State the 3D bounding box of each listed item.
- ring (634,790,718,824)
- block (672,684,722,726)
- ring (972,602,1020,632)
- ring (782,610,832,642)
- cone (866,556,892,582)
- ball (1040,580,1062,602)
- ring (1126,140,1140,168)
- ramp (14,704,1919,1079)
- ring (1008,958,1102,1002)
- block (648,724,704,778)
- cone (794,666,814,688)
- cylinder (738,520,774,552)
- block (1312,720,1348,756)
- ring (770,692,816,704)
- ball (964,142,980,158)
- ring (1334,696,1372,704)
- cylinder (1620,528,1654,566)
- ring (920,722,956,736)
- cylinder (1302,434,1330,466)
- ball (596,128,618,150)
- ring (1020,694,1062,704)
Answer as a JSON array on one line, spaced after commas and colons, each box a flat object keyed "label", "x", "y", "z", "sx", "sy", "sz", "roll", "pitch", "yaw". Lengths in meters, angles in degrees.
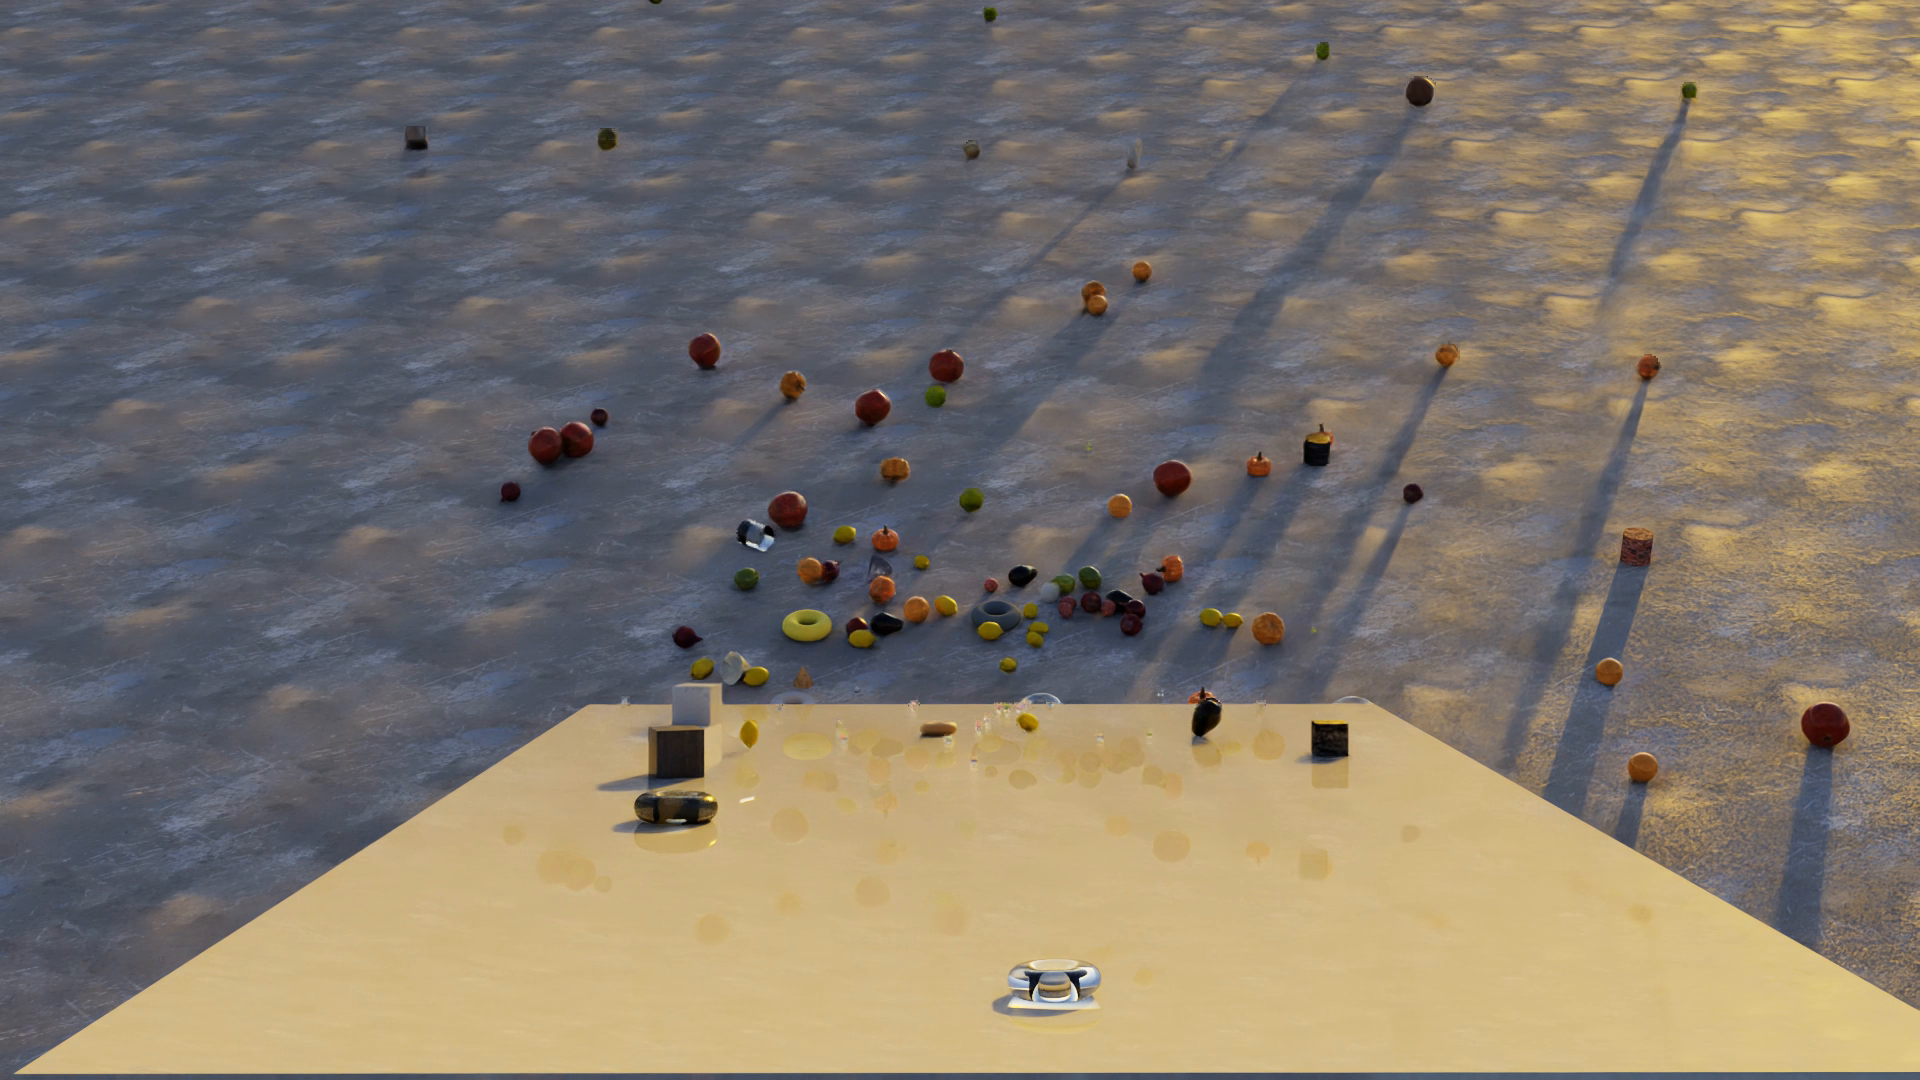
[{"label": "ring", "x": -0.484, "y": 0.455, "z": 4.392, "sx": 0.143, "sy": 0.048, "sz": 0.143, "roll": 1, "pitch": 1, "yaw": 0}, {"label": "block", "x": -0.617, "y": 0.386, "z": 6.058, "sx": 0.092, "sy": 0.092, "sz": 0.092, "roll": 0, "pitch": 2, "yaw": 12}, {"label": "ring", "x": 0.100, "y": 0.212, "z": 7.152, "sx": 0.139, "sy": 0.046, "sz": 0.139, "roll": 0, "pitch": 24, "yaw": 0}, {"label": "ring", "x": -0.421, "y": 0.236, "z": 7.103, "sx": 0.138, "sy": 0.046, "sz": 0.138, "roll": 1, "pitch": 26, "yaw": 0}, {"label": "cone", "x": -0.247, "y": 0.097, "z": 7.409, "sx": 0.076, "sy": 0.076, "sz": 0.076, "roll": 19, "pitch": 58, "yaw": 34}, {"label": "ball", "x": 0.257, "y": 0.145, "z": 7.277, "sx": 0.059, "sy": 0.059, "sz": 0.059, "roll": 0, "pitch": 25, "yaw": 0}, {"label": "ring", "x": 0.740, "y": -1.644, "z": 10.978, "sx": 0.039, "sy": 0.118, "sz": 0.118, "roll": 10, "pitch": 27, "yaw": 17}, {"label": "ramp", "x": 0.058, "y": 0.523, "z": 4.562, "sx": 2.000, "sy": 0.100, "sz": 4.000, "roll": 0, "pitch": 2, "yaw": 0}, {"label": "ring", "x": 0.107, "y": 0.501, "z": 2.934, "sx": 0.108, "sy": 0.036, "sz": 0.108, "roll": -1, "pitch": 1, "yaw": 0}, {"label": "block", "x": -0.555, "y": 0.414, "z": 5.044, "sx": 0.093, "sy": 0.093, "sz": 0.093, "roll": -1, "pitch": 2, "yaw": -17}, {"label": "cone", "x": -0.416, "y": 0.356, "z": 6.837, "sx": 0.056, "sy": 0.056, "sz": 0.056, "roll": 0, "pitch": 25, "yaw": 0}, {"label": "cylinder", "x": -0.602, "y": -0.014, "z": 7.593, "sx": 0.077, "sy": 0.077, "sz": 0.077, "roll": 18, "pitch": 31, "yaw": 34}, {"label": "block", "x": 0.775, "y": 0.416, "z": 5.408, "sx": 0.068, "sy": 0.068, "sz": 0.068, "roll": 0, "pitch": 2, "yaw": 1}, {"label": "ring", "x": -0.433, "y": 0.433, "z": 6.693, "sx": 0.124, "sy": 0.041, "sz": 0.124, "roll": 1, "pitch": 25, "yaw": -1}, {"label": "ball", "x": 0.054, "y": -1.677, "z": 11.101, "sx": 0.070, "sy": 0.070, "sz": 0.070, "roll": 0, "pitch": 25, "yaw": 0}, {"label": "ring", "x": 1.018, "y": 0.445, "z": 6.670, "sx": 0.117, "sy": 0.039, "sz": 0.117, "roll": 0, "pitch": 29, "yaw": 0}, {"label": "cylinder", "x": 1.972, "y": 0.020, "z": 7.511, "sx": 0.085, "sy": 0.085, "sz": 0.085, "roll": 0, "pitch": 25, "yaw": 0}, {"label": "ring", "x": -0.051, "y": 0.425, "z": 5.819, "sx": 0.081, "sy": 0.027, "sz": 0.081, "roll": -1, "pitch": 2, "yaw": 0}, {"label": "cylinder", "x": 1.128, "y": -0.285, "z": 8.155, "sx": 0.080, "sy": 0.080, "sz": 0.080, "roll": 2, "pitch": 27, "yaw": -1}, {"label": "ball", "x": -1.535, "y": -1.742, "z": 11.215, "sx": 0.091, "sy": 0.091, "sz": 0.091, "roll": 0, "pitch": 25, "yaw": 0}, {"label": "ring", "x": 0.211, "y": 0.434, "z": 6.696, "sx": 0.112, "sy": 0.037, "sz": 0.112, "roll": -1, "pitch": 26, "yaw": 0}]
